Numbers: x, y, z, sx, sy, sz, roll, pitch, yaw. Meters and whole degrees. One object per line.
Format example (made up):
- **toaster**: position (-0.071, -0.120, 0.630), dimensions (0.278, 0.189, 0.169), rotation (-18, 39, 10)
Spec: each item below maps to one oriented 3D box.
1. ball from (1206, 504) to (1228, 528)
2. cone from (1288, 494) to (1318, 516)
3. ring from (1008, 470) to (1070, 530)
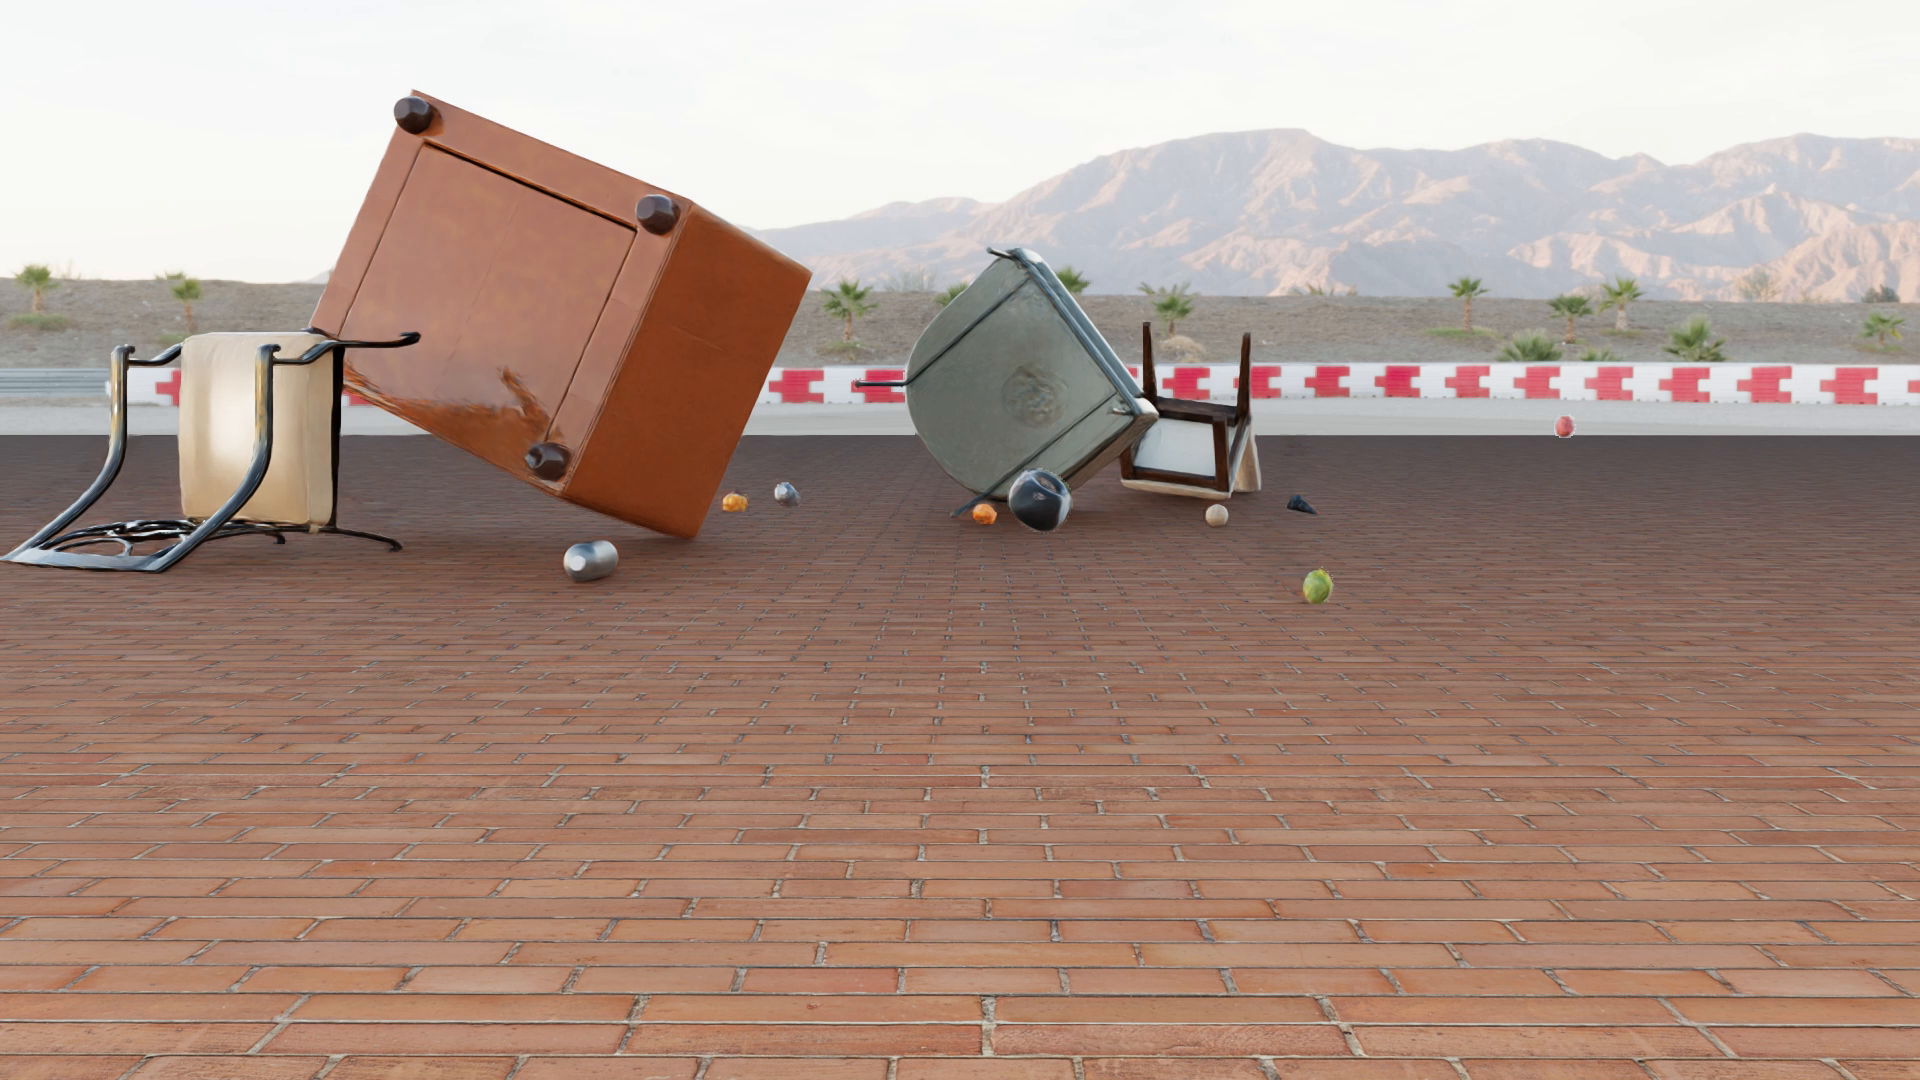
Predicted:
- **ball**: position (0.836, -0.079, 7.155), dimensions (0.074, 0.074, 0.074), rotation (0, 4, 0)
- **cone**: position (1.231, -0.113, 7.823), dimensions (0.108, 0.061, 0.107), rotation (30, 18, 17)
- **ring**: position (0.243, -0.123, 6.706), dimensions (0.186, 0.127, 0.244), rotation (25, 19, -11)
